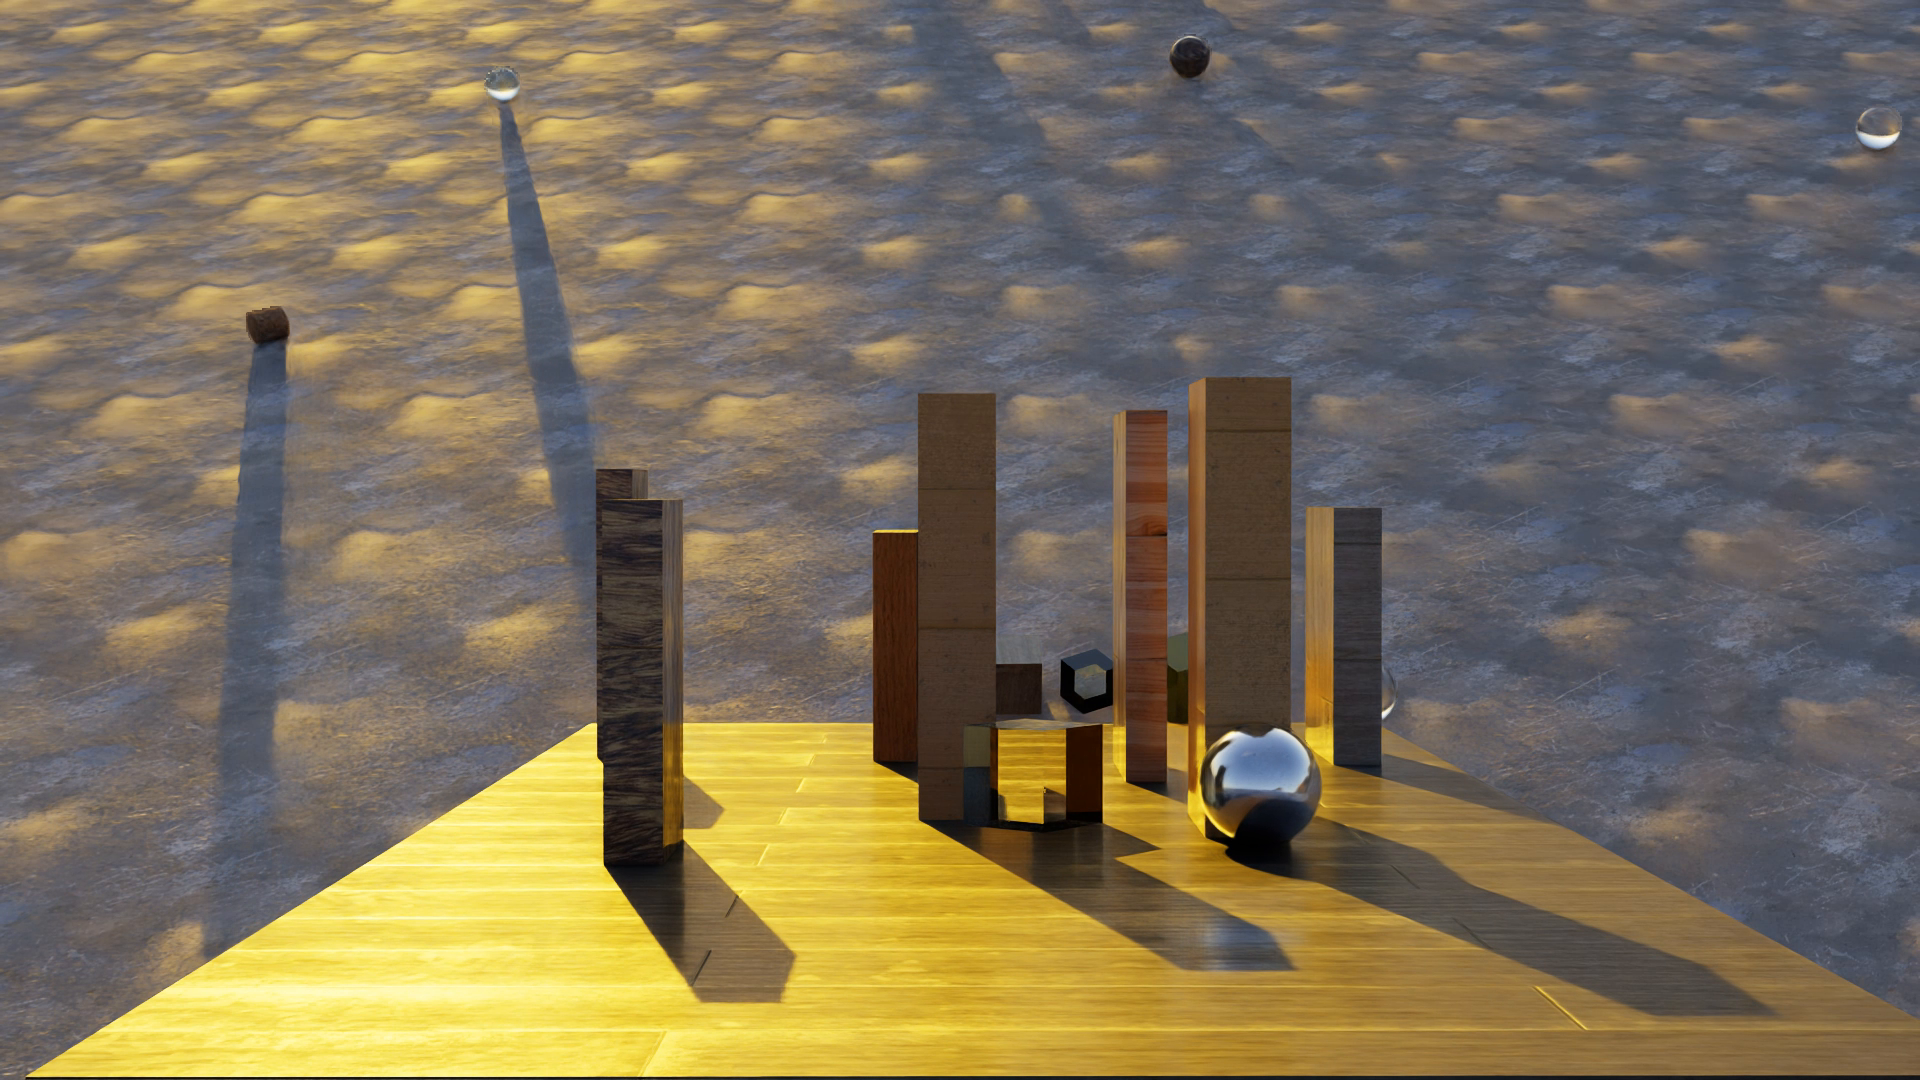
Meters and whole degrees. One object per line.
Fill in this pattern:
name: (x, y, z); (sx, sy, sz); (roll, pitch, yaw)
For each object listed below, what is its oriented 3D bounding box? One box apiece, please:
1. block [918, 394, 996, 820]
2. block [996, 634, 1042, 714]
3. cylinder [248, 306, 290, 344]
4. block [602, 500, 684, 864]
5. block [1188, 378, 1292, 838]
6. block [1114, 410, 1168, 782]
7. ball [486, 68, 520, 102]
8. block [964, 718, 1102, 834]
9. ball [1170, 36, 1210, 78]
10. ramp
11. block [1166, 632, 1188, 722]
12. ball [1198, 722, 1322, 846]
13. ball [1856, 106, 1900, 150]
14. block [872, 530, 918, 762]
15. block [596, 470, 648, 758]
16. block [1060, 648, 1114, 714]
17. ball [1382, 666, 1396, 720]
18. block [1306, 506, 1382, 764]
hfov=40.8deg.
block: (-0.005, 0.117, 4.759); (0.139, 0.764, 0.276); (0, 1, 0)
block: (0.136, 0.356, 6.832); (0.154, 0.154, 0.154); (0, 27, -1)
cylinder: (-2.425, -0.753, 9.052); (0.108, 0.108, 0.108); (-20, 33, -33)
block: (-0.515, 0.222, 4.212); (0.095, 0.575, 0.303); (0, 1, 0)
block: (0.489, 0.112, 4.539); (0.145, 0.781, 0.319); (0, 1, 0)
block: (0.377, 0.110, 5.433); (0.084, 0.754, 0.415); (0, 1, 0)
ball: (-2.038, -2.031, 11.509); (0.147, 0.147, 0.147); (0, 27, 0)
block: (0.130, 0.414, 4.566); (0.176, 0.176, 0.176); (1, 1, 39)
ball: (1.052, -2.212, 11.822); (0.186, 0.186, 0.186); (0, 27, 0)
ramp: (0.061, 0.552, 4.589); (2.000, 0.100, 4.000); (0, 1, 0)
block: (0.593, 0.363, 6.806); (0.165, 0.165, 0.165); (-15, 30, -26)
ball: (0.497, 0.405, 4.282); (0.204, 0.204, 0.204); (0, 27, 0)
ball: (3.881, -1.742, 10.910); (0.178, 0.178, 0.178); (0, 27, 0)
block: (-0.142, 0.230, 5.818); (0.096, 0.500, 0.357); (0, 1, 0)
block: (-0.766, 0.160, 5.864); (0.081, 0.640, 0.284); (0, 1, 0)
block: (0.344, 0.374, 6.843); (0.112, 0.112, 0.112); (-15, 31, -28)
ball: (1.050, 0.399, 6.729); (0.172, 0.172, 0.172); (0, 27, 0)
block: (0.855, 0.204, 5.779); (0.104, 0.554, 0.443); (0, 1, 0)
